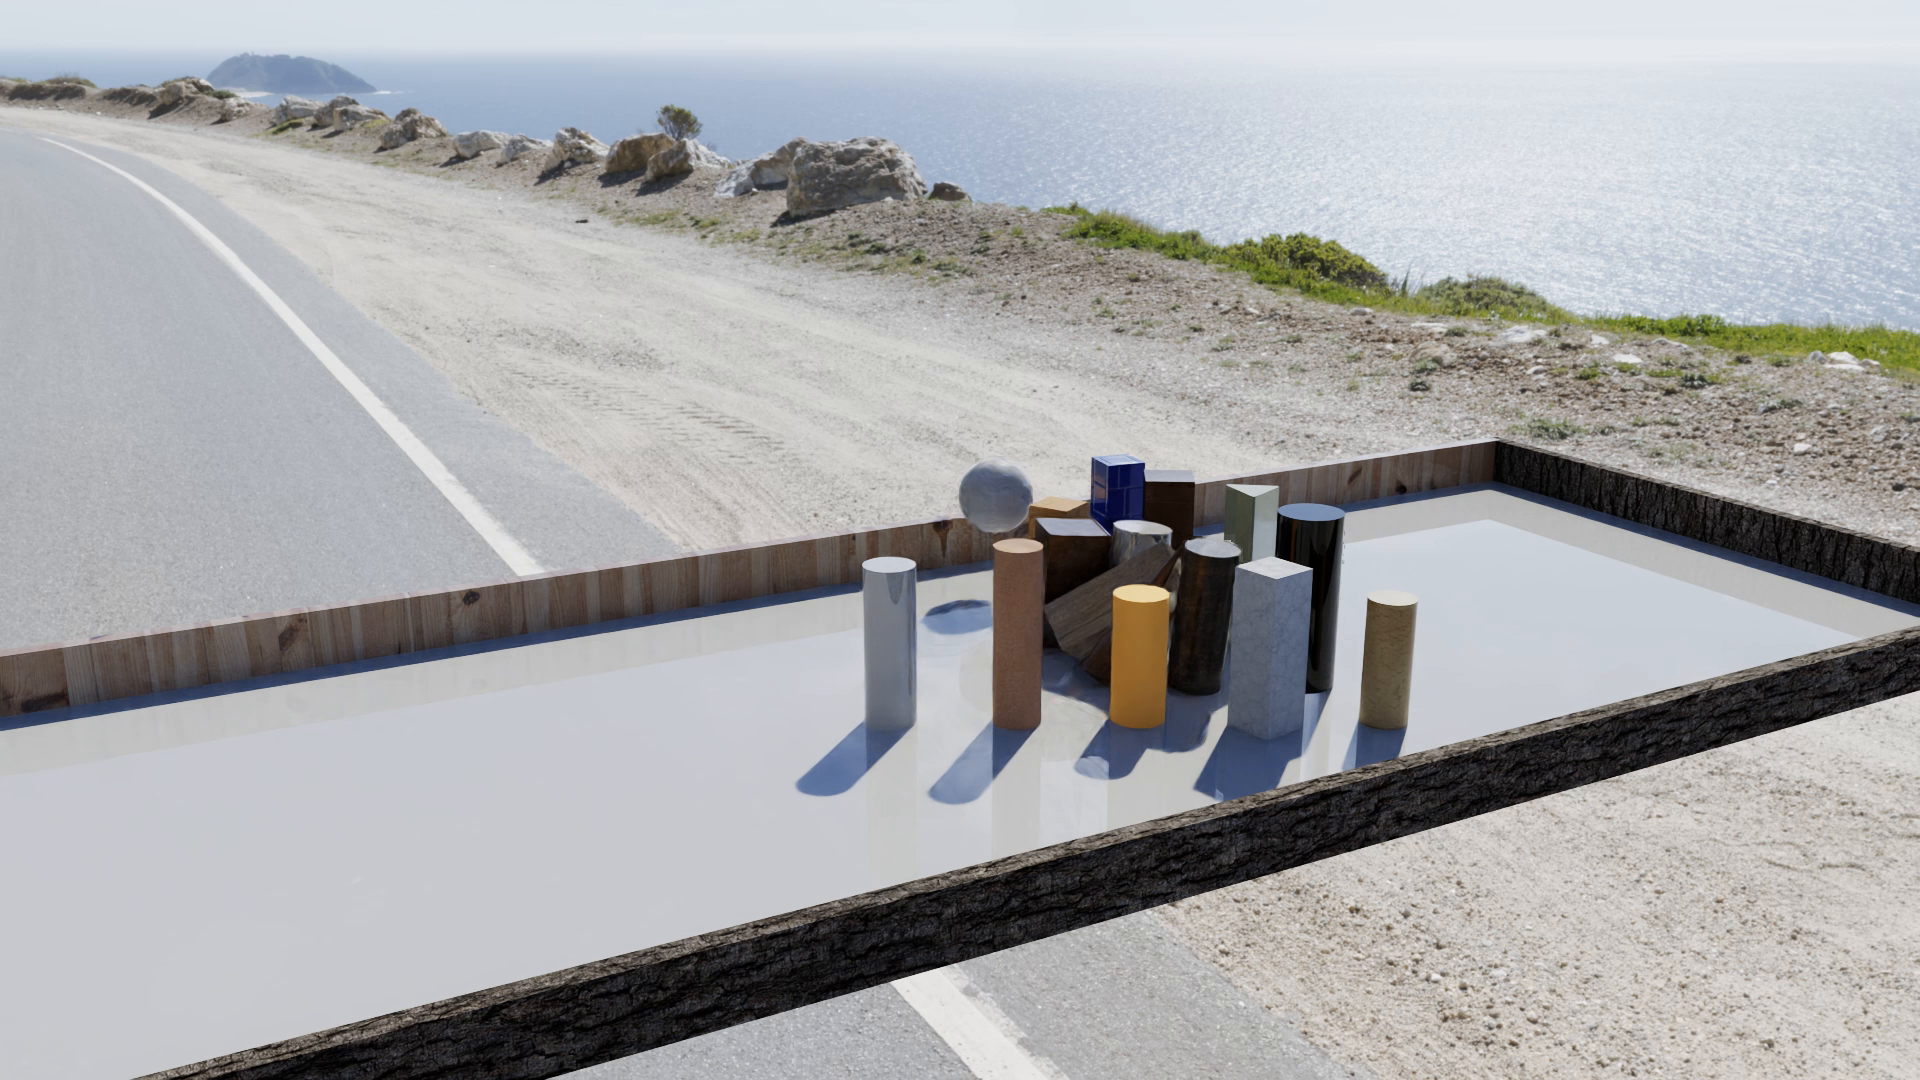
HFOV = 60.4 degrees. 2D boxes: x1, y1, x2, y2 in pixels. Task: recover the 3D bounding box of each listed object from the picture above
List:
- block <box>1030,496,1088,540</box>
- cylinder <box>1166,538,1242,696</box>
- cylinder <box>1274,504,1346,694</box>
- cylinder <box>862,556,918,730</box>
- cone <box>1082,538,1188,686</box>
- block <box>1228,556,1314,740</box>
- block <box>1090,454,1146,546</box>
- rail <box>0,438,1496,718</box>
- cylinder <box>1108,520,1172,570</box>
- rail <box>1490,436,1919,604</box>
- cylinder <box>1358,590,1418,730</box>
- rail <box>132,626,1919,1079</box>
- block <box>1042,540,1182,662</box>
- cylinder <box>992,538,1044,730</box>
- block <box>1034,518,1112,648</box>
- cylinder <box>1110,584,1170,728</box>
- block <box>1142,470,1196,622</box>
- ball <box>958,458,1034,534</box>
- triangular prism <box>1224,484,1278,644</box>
[{"bbox_3d":[0.272,0.056,4.587,0.118,0.325,0.118,10,19,31],"label":"block"},{"bbox_3d":[0.597,0.189,4.056,0.137,0.358,0.137,5,18,-2],"label":"cylinder"},{"bbox_3d":[0.856,0.144,4.079,0.162,0.443,0.162,0,16,0],"label":"cylinder"},{"bbox_3d":[-0.163,0.242,3.846,0.124,0.386,0.124,0,16,0],"label":"cylinder"},{"bbox_3d":[0.452,0.161,4.059,0.101,0.428,0.101,28,18,-10],"label":"cone"},{"bbox_3d":[0.716,0.249,3.816,0.125,0.389,0.125,-13,21,-37],"label":"block"},{"bbox_3d":[0.459,-0.048,4.833,0.117,0.386,0.117,-6,17,-20],"label":"block"},{"bbox_3d":[-3.305,0.497,3.399,12.000,0.150,0.050,-9,18,-27],"label":"rail"},{"bbox_3d":[0.465,0.119,4.366,0.155,0.315,0.155,5,13,-1],"label":"cylinder"},{"bbox_3d":[2.466,-0.048,5.253,0.050,0.150,2.100,-9,18,-27],"label":"rail"},{"bbox_3d":[1.001,0.280,3.856,0.114,0.307,0.114,0,16,0],"label":"cylinder"},{"bbox_3d":[-2.336,1.006,1.665,12.000,0.150,0.050,-9,18,-27],"label":"rail"},{"bbox_3d":[0.410,0.158,4.209,0.353,0.131,0.131,-30,-26,13],"label":"block"},{"bbox_3d":[0.134,0.221,3.838,0.115,0.432,0.115,0,16,0],"label":"cylinder"},{"bbox_3d":[0.289,0.114,4.400,0.165,0.310,0.165,0,16,-11],"label":"block"},{"bbox_3d":[0.421,0.273,3.874,0.131,0.311,0.131,0,16,0],"label":"cylinder"},{"bbox_3d":[0.574,0.017,4.583,0.133,0.403,0.133,1,16,3],"label":"block"},{"bbox_3d":[0.104,-0.129,4.795,0.220,0.220,0.220,0,16,0],"label":"ball"},{"bbox_3d":[0.745,0.071,4.352,0.116,0.430,0.134,12,20,36],"label":"triangular prism"}]
